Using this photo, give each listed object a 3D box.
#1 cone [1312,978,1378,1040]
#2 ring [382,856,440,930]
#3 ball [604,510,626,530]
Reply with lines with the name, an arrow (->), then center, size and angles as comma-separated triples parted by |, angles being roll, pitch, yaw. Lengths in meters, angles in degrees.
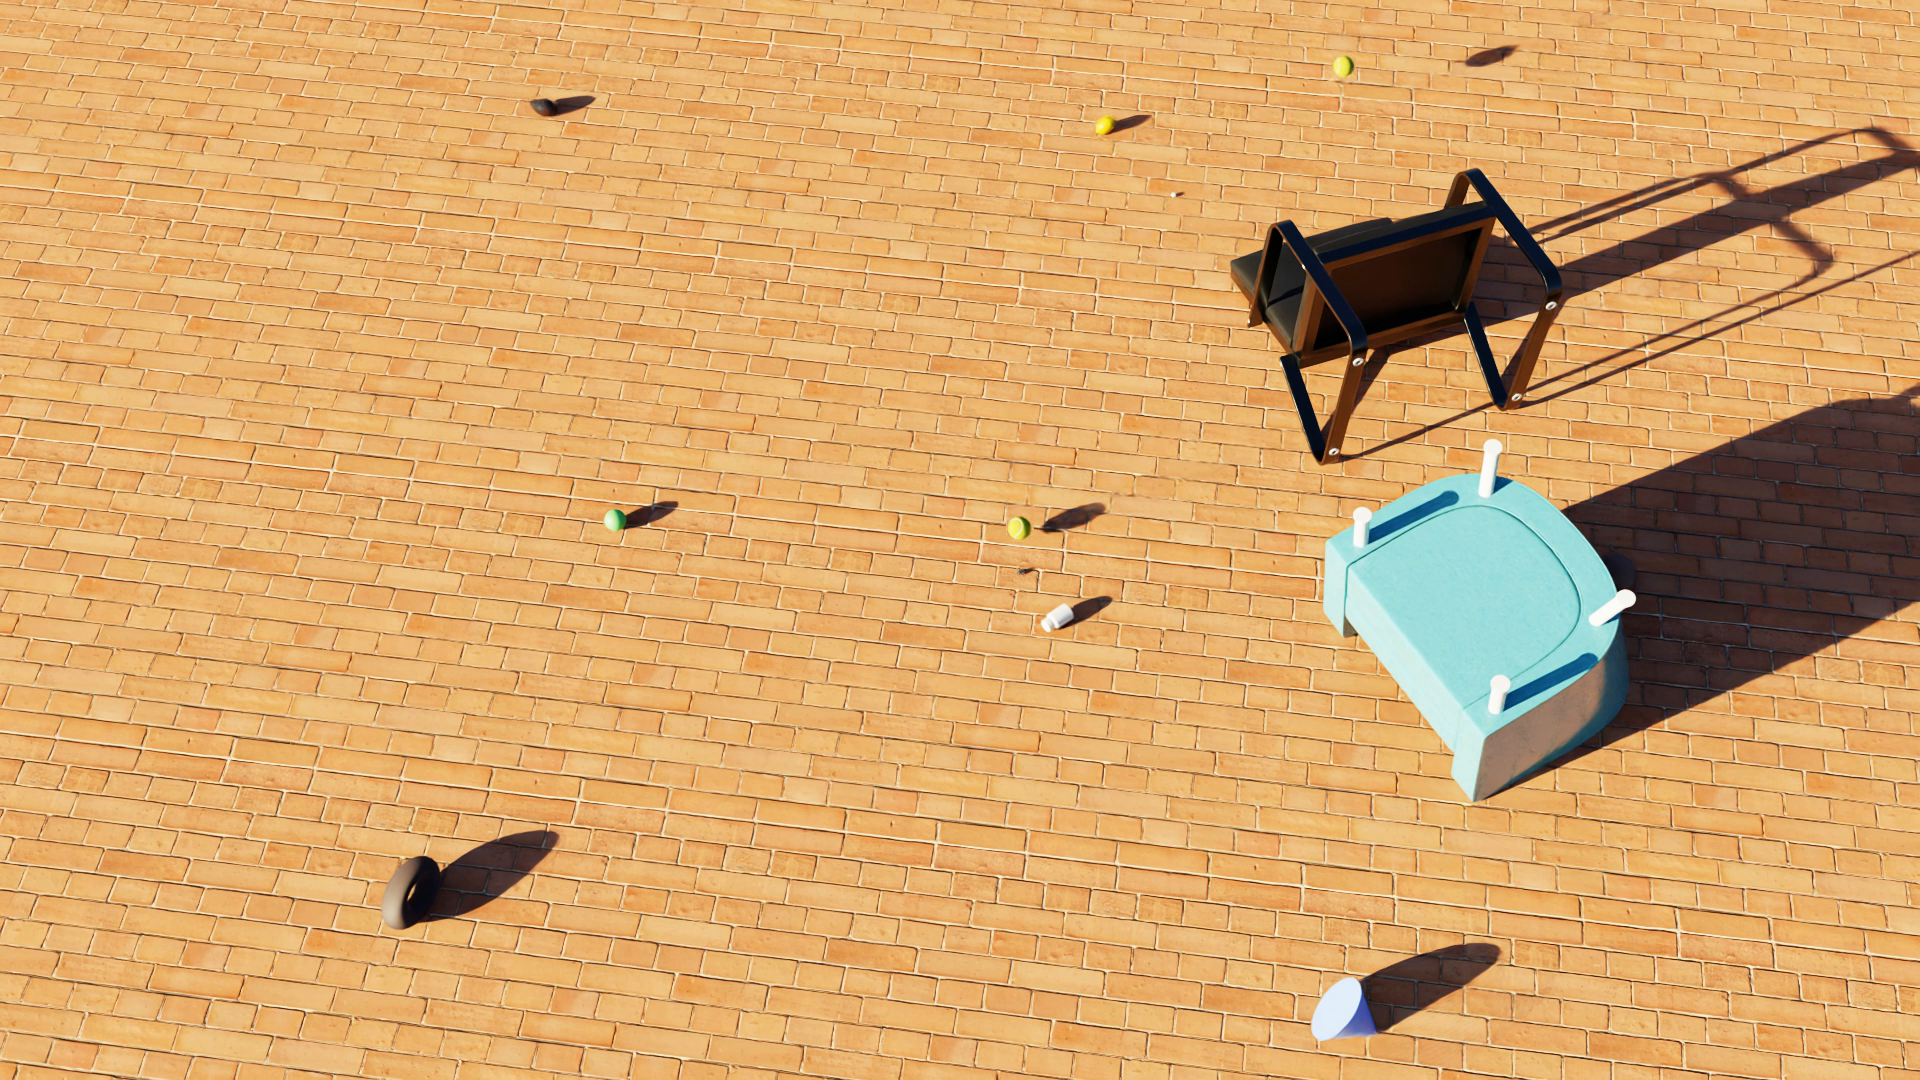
cone -> 1.028, 1.248, 5.690 | 0.145, 0.187, 0.168 | 34, 24, -16
ring -> -1.465, 0.941, 5.868 | 0.095, 0.123, 0.210 | 2, 58, 43
ball -> -1.030, -0.060, 6.575 | 0.065, 0.065, 0.065 | 0, 56, 0
